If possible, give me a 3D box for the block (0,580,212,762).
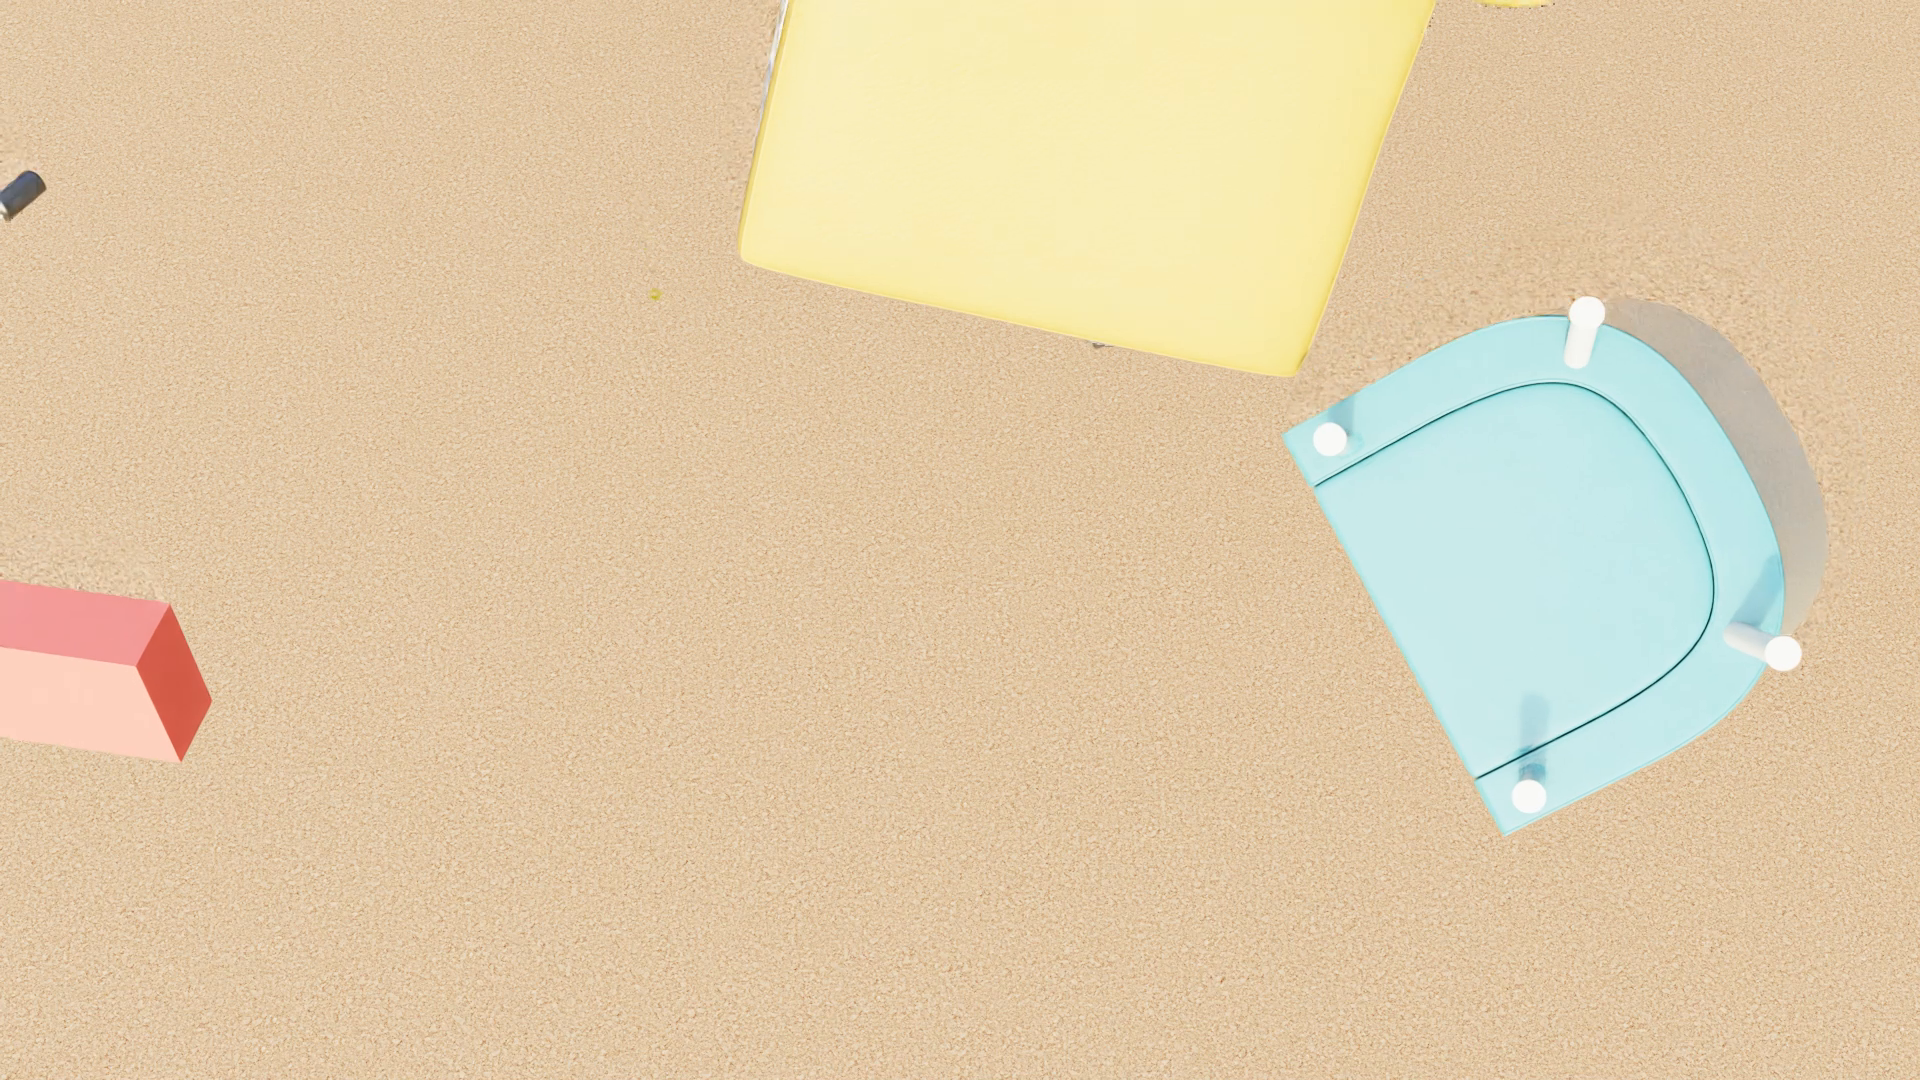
[{"bbox_3d":[-1.616,0.243,4.062,0.355,0.291,0.148,7,49,7],"label":"block"}]
